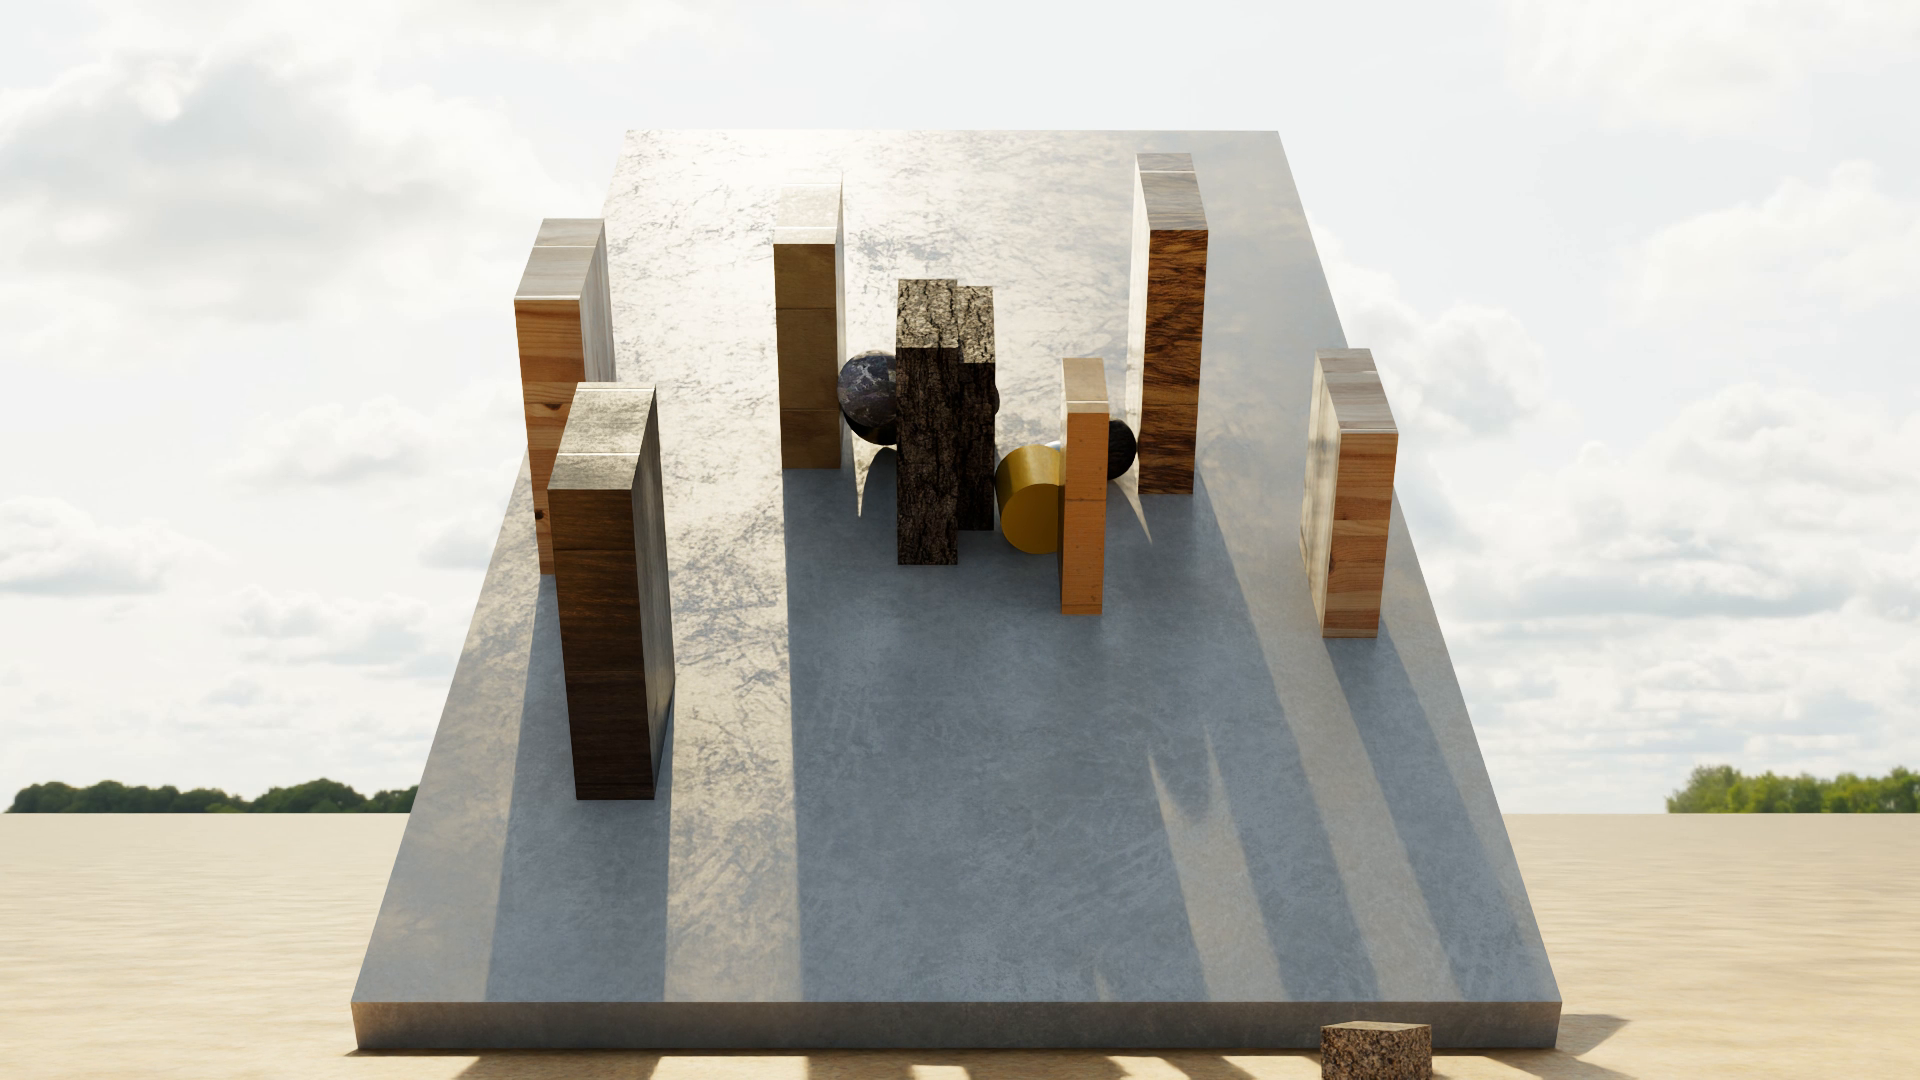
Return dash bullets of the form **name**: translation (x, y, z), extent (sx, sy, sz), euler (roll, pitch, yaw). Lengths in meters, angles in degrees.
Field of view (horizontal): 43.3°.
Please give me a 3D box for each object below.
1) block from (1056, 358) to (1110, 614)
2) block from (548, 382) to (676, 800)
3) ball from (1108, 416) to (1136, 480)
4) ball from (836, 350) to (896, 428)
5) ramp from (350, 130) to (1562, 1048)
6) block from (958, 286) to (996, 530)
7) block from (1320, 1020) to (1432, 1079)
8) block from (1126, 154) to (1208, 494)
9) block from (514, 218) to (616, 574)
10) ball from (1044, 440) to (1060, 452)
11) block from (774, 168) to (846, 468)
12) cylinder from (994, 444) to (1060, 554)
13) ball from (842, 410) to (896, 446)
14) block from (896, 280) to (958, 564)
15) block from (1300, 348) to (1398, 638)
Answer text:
- **block**: translation (0.253, -0.111, 5.020), extent (0.084, 0.471, 0.248), euler (0, 30, 0)
- **block**: translation (-0.636, 0.094, 4.480), extent (0.143, 0.657, 0.406), euler (0, 30, 0)
- **ball**: translation (0.327, -0.210, 5.506), extent (0.150, 0.150, 0.150), euler (0, -6, 0)
- **ball**: translation (-0.189, -0.341, 5.442), extent (0.176, 0.176, 0.176), euler (0, -6, 0)
- **ramp**: translation (-0.013, -0.206, 5.745), extent (2.000, 0.100, 4.000), euler (0, 30, 0)
- **block**: translation (0.002, -0.297, 5.395), extent (0.145, 0.411, 0.393), euler (0, 30, 0)
- **block**: translation (0.556, 0.703, 3.227), extent (0.109, 0.109, 0.109), euler (-4, -8, 35)
- **block**: translation (0.464, -0.494, 5.503), extent (0.125, 0.644, 0.443), euler (0, 30, 0)
- **block**: translation (-0.829, -0.309, 5.182), extent (0.131, 0.641, 0.418), euler (0, 30, 0)
- **ball**: translation (0.225, -0.154, 5.423), extent (0.137, 0.137, 0.137), euler (0, -6, 0)
- **block**: translation (-0.343, -0.517, 5.620), extent (0.135, 0.560, 0.441), euler (0, 30, 0)
- **cylinder**: translation (0.169, -0.089, 5.275), extent (0.175, 0.175, 0.175), euler (1, 30, -5)
- **ball**: translation (-0.173, -0.321, 5.630), extent (0.205, 0.205, 0.205), euler (0, -6, 0)
- **block**: translation (-0.070, -0.255, 5.217), extent (0.128, 0.518, 0.337), euler (0, 30, 0)
- **block**: translation (0.798, -0.100, 5.002), extent (0.112, 0.473, 0.380), euler (0, 30, 0)
